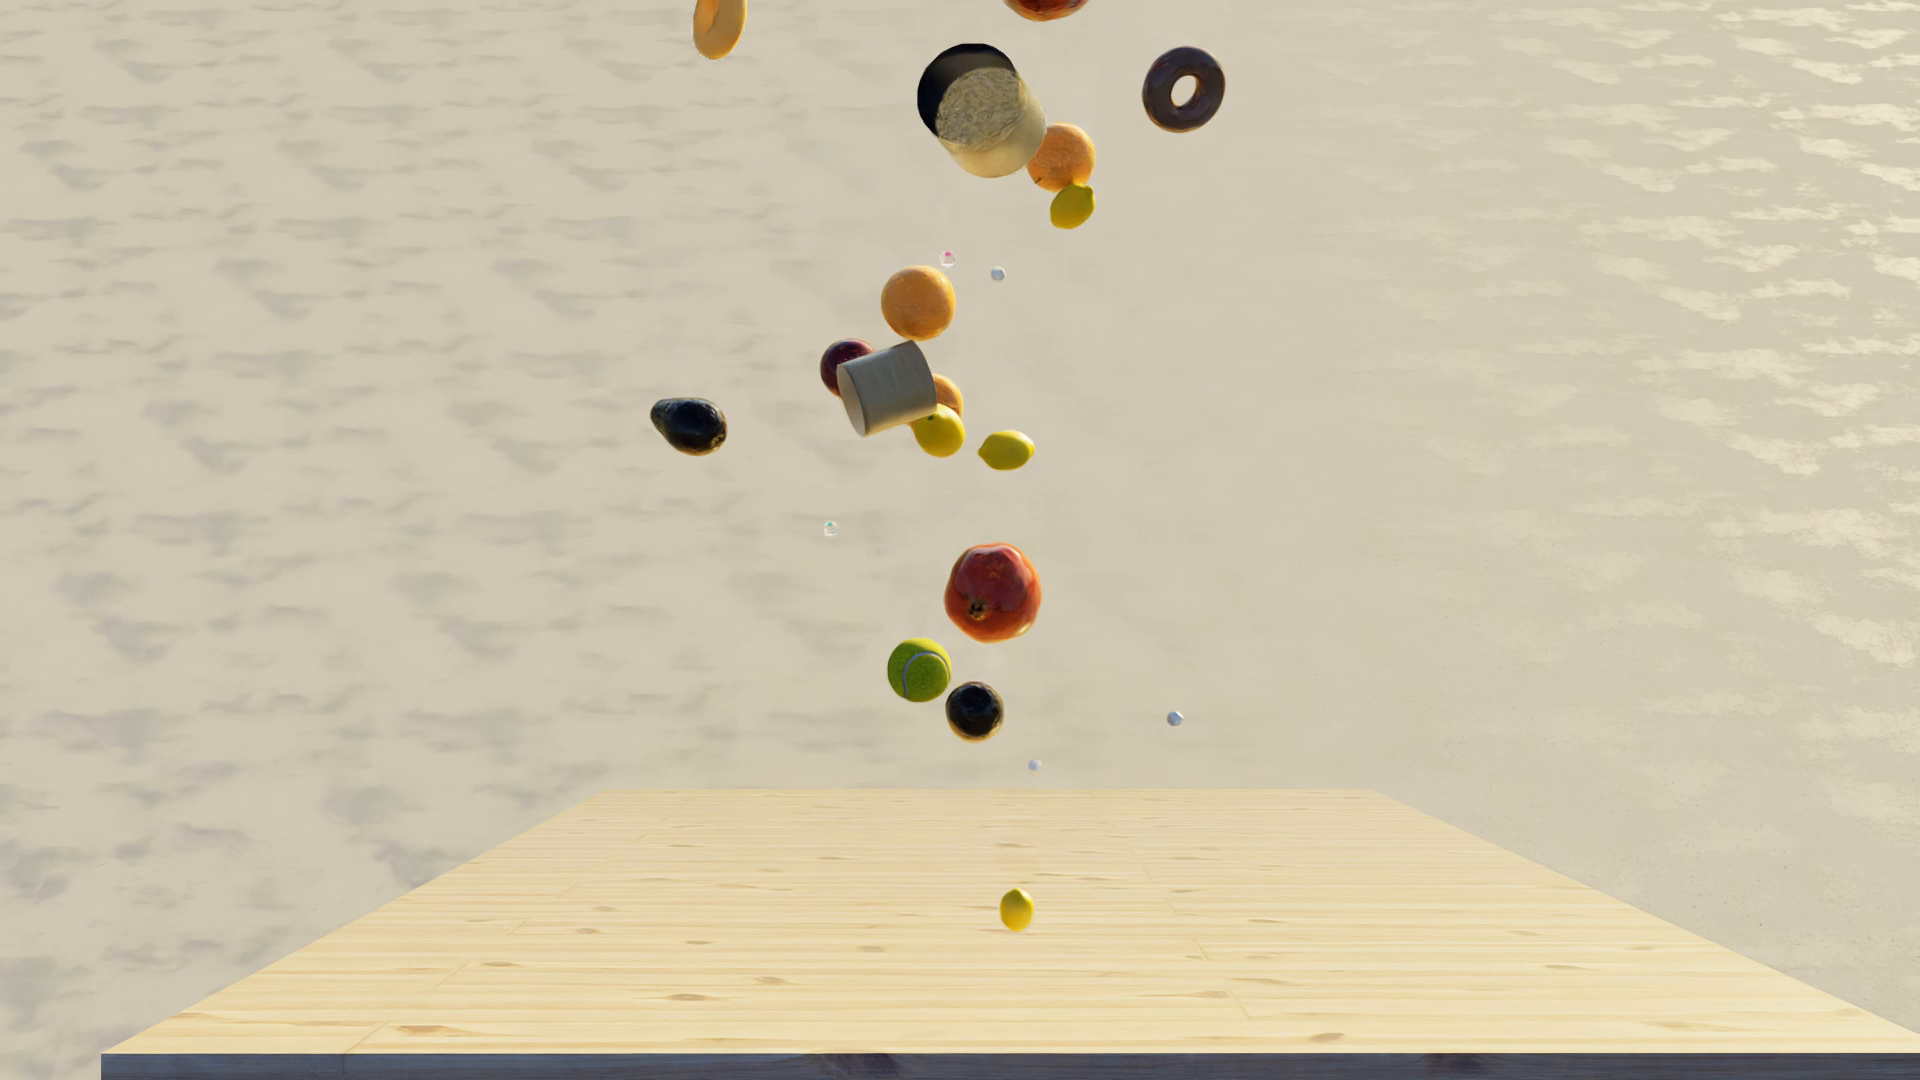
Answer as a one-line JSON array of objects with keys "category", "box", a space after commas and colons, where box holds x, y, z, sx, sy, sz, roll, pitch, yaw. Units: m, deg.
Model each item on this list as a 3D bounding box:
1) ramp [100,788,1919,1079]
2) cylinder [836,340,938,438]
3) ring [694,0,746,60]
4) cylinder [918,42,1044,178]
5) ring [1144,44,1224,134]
[{"category": "ramp", "box": [0.075, 0.652, 4.791, 2.000, 0.100, 4.000, 0, -1, 0]}, {"category": "cylinder", "box": [-0.068, -0.141, 2.416, 0.072, 0.072, 0.072, -20, 38, -13]}, {"category": "ring", "box": [-0.232, -0.509, 2.512, 0.029, 0.088, 0.088, 9, 28, -28]}, {"category": "cylinder", "box": [0.020, -0.386, 2.339, 0.094, 0.094, 0.094, 13, -7, 18]}, {"category": "ring", "box": [0.209, -0.421, 2.426, 0.084, 0.084, 0.028, -14, 28, -19]}]
